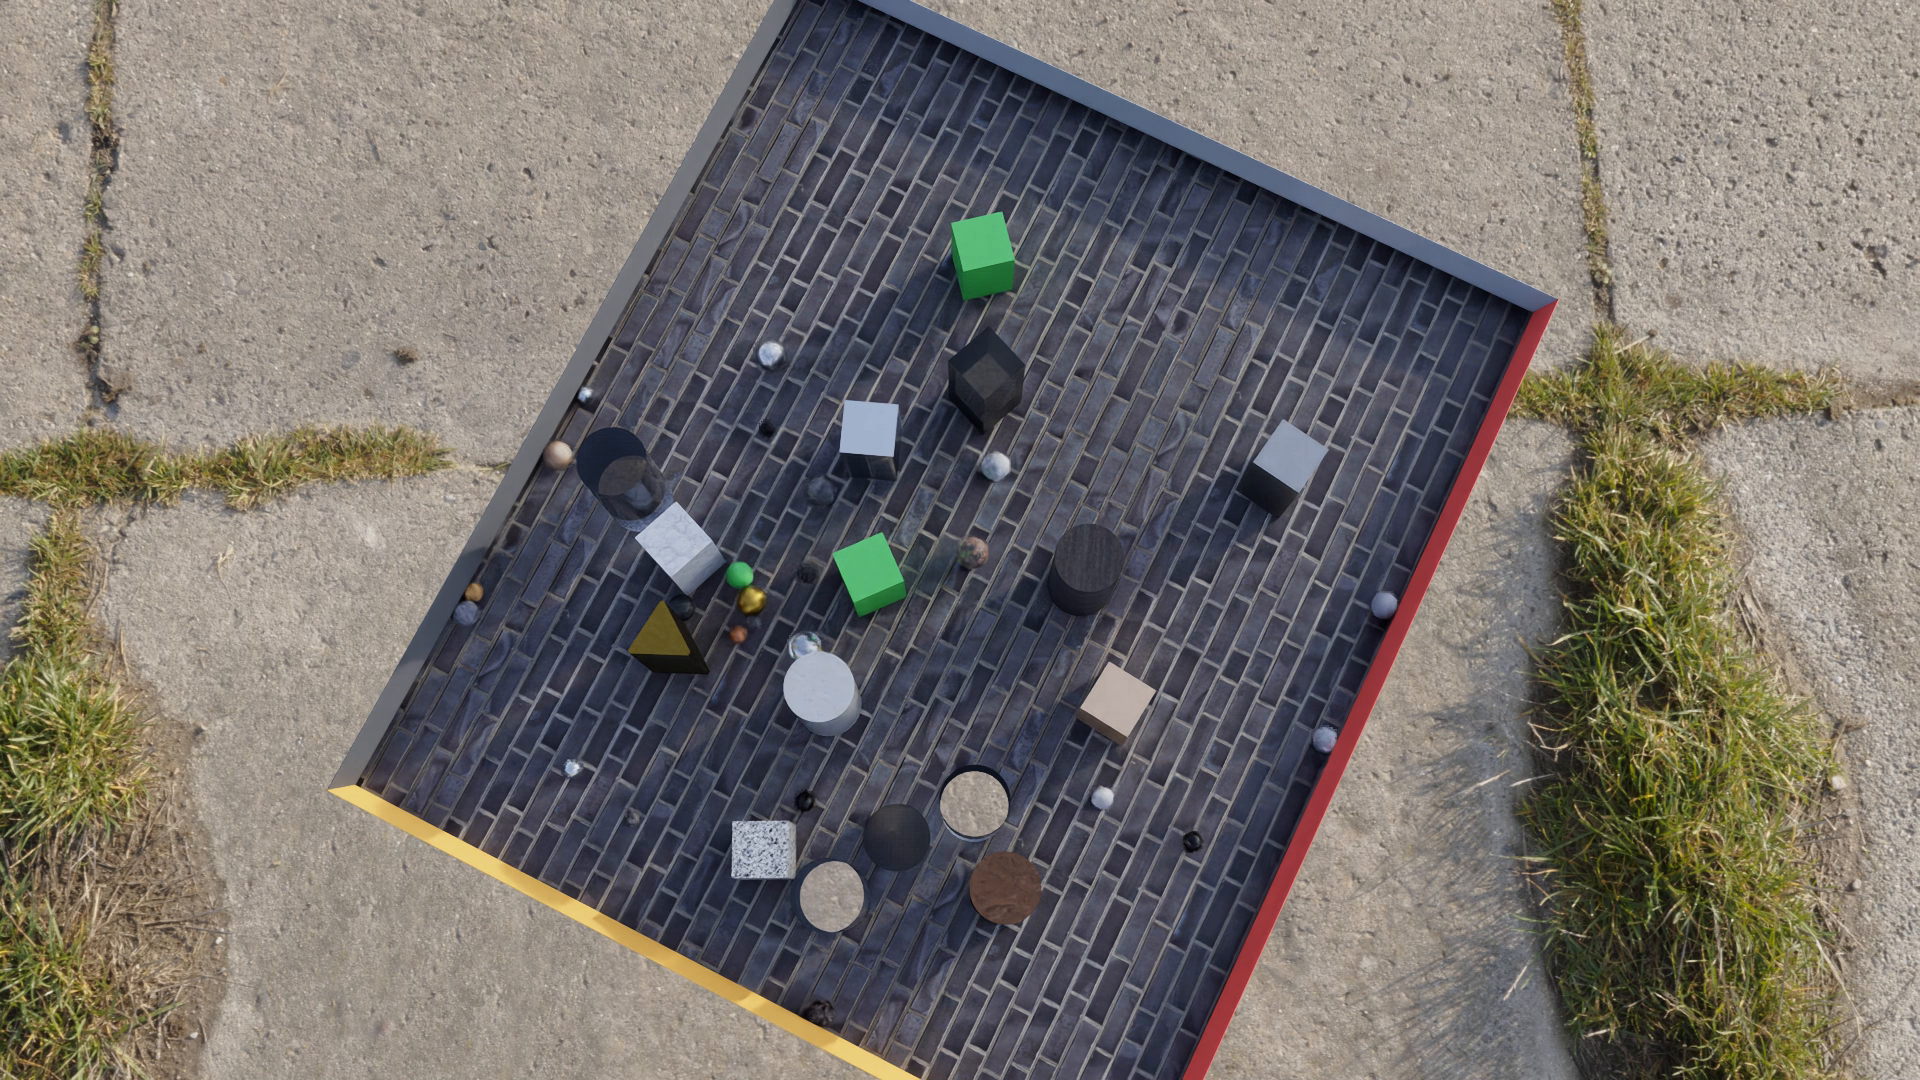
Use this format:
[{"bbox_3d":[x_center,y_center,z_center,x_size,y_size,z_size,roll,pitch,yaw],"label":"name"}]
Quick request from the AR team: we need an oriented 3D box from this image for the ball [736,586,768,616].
[{"bbox_3d":[-0.627,0.183,5.532,0.092,0.092,0.092,0,78,0],"label":"ball"}]

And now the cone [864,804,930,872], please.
[{"bbox_3d":[-0.187,0.840,5.232,0.199,0.413,0.199,0,78,0],"label":"cone"}]

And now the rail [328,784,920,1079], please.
[{"bbox_3d":[-0.659,1.297,5.281,2.628,0.129,0.045,26,80,5],"label":"rail"}]

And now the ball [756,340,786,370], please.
[{"bbox_3d":[-0.586,-0.574,5.685,0.098,0.098,0.098,0,78,0],"label":"ball"}]

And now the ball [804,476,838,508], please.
[{"bbox_3d":[-0.424,-0.148,5.597,0.099,0.099,0.099,0,78,0],"label":"ball"}]

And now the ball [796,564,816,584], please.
[{"bbox_3d":[-0.465,0.101,5.565,0.061,0.061,0.061,0,78,0],"label":"ball"}]

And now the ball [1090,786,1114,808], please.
[{"bbox_3d":[0.421,0.762,5.425,0.067,0.067,0.067,0,78,0],"label":"ball"}]

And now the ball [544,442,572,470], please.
[{"bbox_3d":[-1.235,-0.261,5.627,0.086,0.086,0.086,0,78,0],"label":"ball"}]

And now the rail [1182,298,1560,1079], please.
[{"bbox_3d":[1.154,0.572,5.431,0.045,0.129,2.993,26,80,5],"label":"rail"}]

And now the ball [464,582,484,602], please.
[{"bbox_3d":[-1.474,0.159,5.553,0.060,0.060,0.060,0,78,0],"label":"ball"}]

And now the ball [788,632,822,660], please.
[{"bbox_3d":[-0.464,0.323,5.499,0.099,0.099,0.099,0,78,0],"label":"ball"}]

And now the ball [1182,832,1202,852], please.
[{"bbox_3d":[0.686,0.888,5.402,0.059,0.059,0.059,0,78,0],"label":"ball"}]

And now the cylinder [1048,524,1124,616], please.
[{"bbox_3d":[0.366,0.092,5.386,0.199,0.414,0.199,0,78,0],"label":"cylinder"}]

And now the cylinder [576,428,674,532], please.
[{"bbox_3d":[-0.981,-0.172,5.399,0.199,0.496,0.199,0,78,0],"label":"cylinder"}]

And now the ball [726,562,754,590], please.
[{"bbox_3d":[-0.667,0.107,5.552,0.083,0.083,0.083,0,78,0],"label":"ball"}]

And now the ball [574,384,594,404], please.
[{"bbox_3d":[-1.165,-0.451,5.680,0.059,0.059,0.059,0,78,0],"label":"ball"}]

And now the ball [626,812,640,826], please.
[{"bbox_3d":[-0.965,0.823,5.425,0.042,0.042,0.042,0,78,0],"label":"ball"}]

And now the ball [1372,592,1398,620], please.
[{"bbox_3d":[1.283,0.200,5.534,0.081,0.081,0.081,0,78,0],"label":"ball"}]

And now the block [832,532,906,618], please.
[{"bbox_3d":[-0.267,0.106,5.457,0.159,0.269,0.159,-23,79,-5],"label":"block"}]

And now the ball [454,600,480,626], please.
[{"bbox_3d":[-1.490,0.222,5.531,0.077,0.077,0.077,0,78,0],"label":"ball"}]

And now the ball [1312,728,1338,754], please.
[{"bbox_3d":[1.087,0.597,5.455,0.075,0.075,0.075,0,78,0],"label":"ball"}]

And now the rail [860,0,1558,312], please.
[{"bbox_3d":[0.659,-1.283,5.815,2.628,0.129,0.045,26,80,5],"label":"rail"}]

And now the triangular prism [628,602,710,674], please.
[{"bbox_3d":[-0.841,0.285,5.349,0.172,0.408,0.149,2,78,0],"label":"triangular prism"}]

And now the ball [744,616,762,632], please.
[{"bbox_3d":[-0.624,0.255,5.537,0.052,0.052,0.052,0,78,0],"label":"ball"}]

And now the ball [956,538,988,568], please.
[{"bbox_3d":[0.036,0.039,5.559,0.097,0.097,0.097,0,78,0],"label":"ball"}]

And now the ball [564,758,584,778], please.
[{"bbox_3d":[-1.149,0.677,5.446,0.059,0.059,0.059,0,78,0],"label":"ball"}]

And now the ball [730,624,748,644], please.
[{"bbox_3d":[-0.668,0.284,5.529,0.056,0.056,0.056,0,78,0],"label":"ball"}]

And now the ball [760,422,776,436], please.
[{"bbox_3d":[-0.593,-0.342,5.664,0.045,0.045,0.045,0,78,0],"label":"ball"}]

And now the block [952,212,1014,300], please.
[{"bbox_3d":[0.069,-0.874,5.661,0.159,0.267,0.159,-13,79,-3],"label":"block"}]

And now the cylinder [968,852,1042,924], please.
[{"bbox_3d":[0.125,0.995,5.224,0.199,0.365,0.199,0,78,0],"label":"cylinder"}]

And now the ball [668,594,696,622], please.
[{"bbox_3d":[-0.840,0.205,5.531,0.084,0.084,0.084,0,78,0],"label":"ball"}]

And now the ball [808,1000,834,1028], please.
[{"bbox_3d":[-0.401,1.367,5.293,0.080,0.080,0.080,0,78,0],"label":"ball"}]

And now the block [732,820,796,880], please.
[{"bbox_3d":[-0.565,0.900,5.303,0.159,0.250,0.159,-1,78,0],"label":"block"}]

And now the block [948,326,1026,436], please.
[{"bbox_3d":[0.078,-0.475,5.515,0.159,0.392,0.159,-41,81,-8],"label":"block"}]

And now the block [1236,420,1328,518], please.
[{"bbox_3d":[0.959,-0.209,5.481,0.159,0.349,0.159,35,80,7],"label":"block"}]

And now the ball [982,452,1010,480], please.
[{"bbox_3d":[0.110,-0.226,5.619,0.088,0.088,0.088,0,78,0],"label":"ball"}]

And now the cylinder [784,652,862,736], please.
[{"bbox_3d":[-0.395,0.451,5.319,0.199,0.400,0.199,0,78,0],"label":"cylinder"}]

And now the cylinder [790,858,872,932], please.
[{"bbox_3d":[-0.358,1.004,5.165,0.199,0.478,0.199,0,78,0],"label":"cylinder"}]

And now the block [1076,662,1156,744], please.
[{"bbox_3d":[0.455,0.483,5.390,0.159,0.247,0.159,32,80,6],"label":"block"}]

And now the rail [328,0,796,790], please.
[{"bbox_3d":[-1.154,-0.558,5.665,0.045,0.129,2.993,26,80,5],"label":"rail"}]

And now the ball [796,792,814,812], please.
[{"bbox_3d":[-0.458,0.775,5.427,0.057,0.057,0.057,0,78,0],"label":"ball"}]

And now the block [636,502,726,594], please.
[{"bbox_3d":[-0.827,0.030,5.447,0.159,0.320,0.159,-42,81,-8],"label":"block"}]

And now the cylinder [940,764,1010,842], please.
[{"bbox_3d":[0.042,0.760,5.271,0.199,0.368,0.199,0,78,0],"label":"cylinder"}]

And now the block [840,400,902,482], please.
[{"bbox_3d":[-0.267,-0.296,5.522,0.159,0.306,0.159,5,78,1],"label":"block"}]
